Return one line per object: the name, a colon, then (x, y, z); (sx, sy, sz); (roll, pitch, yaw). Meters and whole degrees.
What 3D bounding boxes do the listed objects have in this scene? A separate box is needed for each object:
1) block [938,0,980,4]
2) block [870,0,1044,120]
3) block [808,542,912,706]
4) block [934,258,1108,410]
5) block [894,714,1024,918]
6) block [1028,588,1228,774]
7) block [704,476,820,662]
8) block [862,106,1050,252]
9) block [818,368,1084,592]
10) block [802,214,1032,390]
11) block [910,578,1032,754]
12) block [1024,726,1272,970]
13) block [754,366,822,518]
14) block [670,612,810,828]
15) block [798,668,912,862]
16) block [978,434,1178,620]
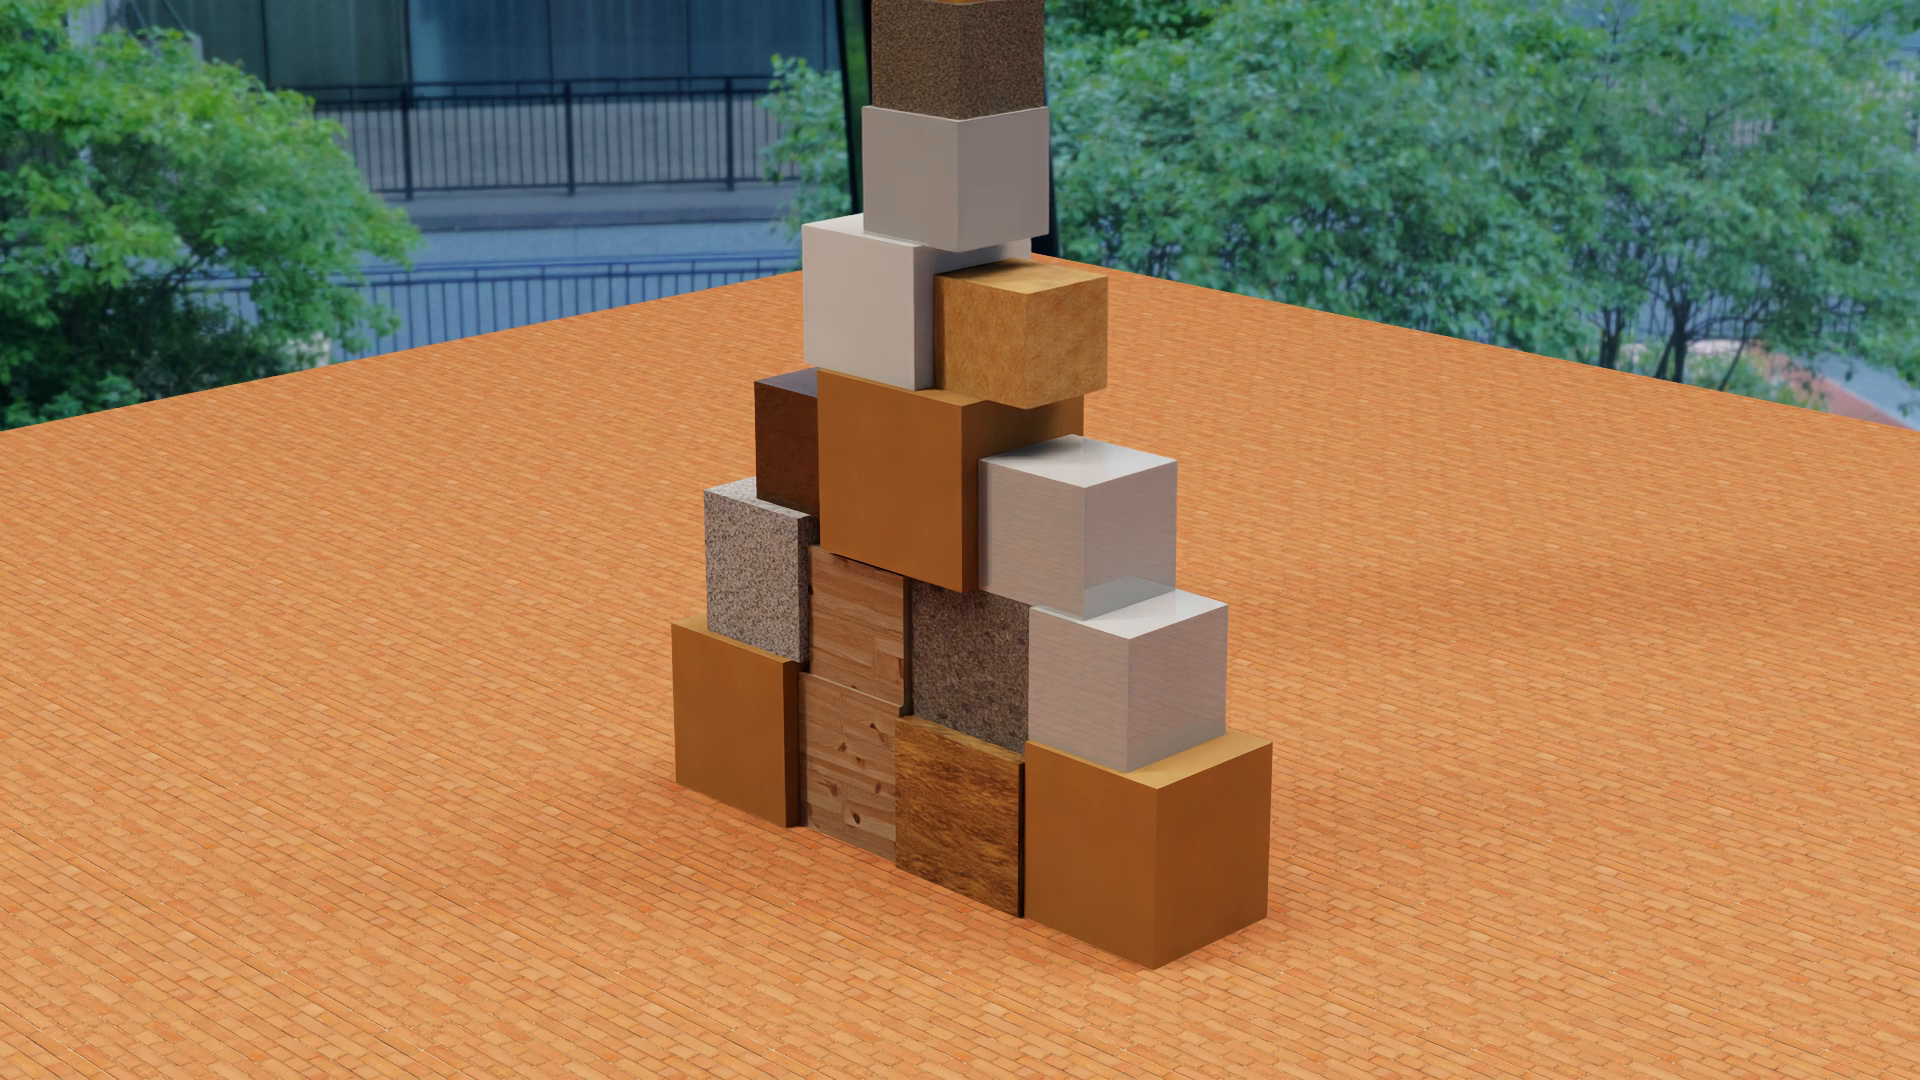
block: (-0.018, -2.574, 12.532); (0.403, 0.484, 0.445); (-17, 24, -42)
block: (-0.010, -2.115, 12.681); (0.514, 0.481, 0.541); (-17, 24, -42)
block: (-0.238, 0.321, 13.694); (0.687, 0.622, 0.637); (-17, 24, -42)
block: (0.265, -0.910, 12.800); (0.513, 0.503, 0.561); (-17, 24, -42)
block: (0.274, 1.158, 13.440); (0.833, 0.732, 0.779); (-17, 24, -42)
block: (0.731, 0.572, 12.739); (0.647, 0.603, 0.575); (-17, 24, -42)
block: (-0.714, 0.087, 14.102); (0.769, 0.705, 0.665); (-17, 24, -42)
block: (-0.019, -1.615, 12.826); (0.564, 0.560, 0.590); (-17, 24, -42)
block: (-0.043, -0.348, 13.264); (0.775, 0.843, 0.918); (-17, 24, -42)
block: (-0.194, -1.110, 13.220); (0.735, 0.638, 0.718); (-17, 24, -42)
block: (0.273, 0.472, 13.230); (0.642, 0.702, 0.757); (-17, 24, -42)
block: (0.823, 1.277, 12.892); (0.761, 0.833, 0.766); (-17, 24, -42)
block: (-0.562, -0.475, 13.762); (0.598, 0.571, 0.526); (-17, 24, -42)
block: (-0.807, 0.795, 14.421); (0.882, 0.837, 0.816); (-17, 24, -42)
block: (-0.266, 0.983, 13.920); (0.719, 0.778, 0.685); (-17, 24, -42)
block: (0.512, -0.065, 12.777); (0.594, 0.590, 0.625); (-17, 24, -42)
